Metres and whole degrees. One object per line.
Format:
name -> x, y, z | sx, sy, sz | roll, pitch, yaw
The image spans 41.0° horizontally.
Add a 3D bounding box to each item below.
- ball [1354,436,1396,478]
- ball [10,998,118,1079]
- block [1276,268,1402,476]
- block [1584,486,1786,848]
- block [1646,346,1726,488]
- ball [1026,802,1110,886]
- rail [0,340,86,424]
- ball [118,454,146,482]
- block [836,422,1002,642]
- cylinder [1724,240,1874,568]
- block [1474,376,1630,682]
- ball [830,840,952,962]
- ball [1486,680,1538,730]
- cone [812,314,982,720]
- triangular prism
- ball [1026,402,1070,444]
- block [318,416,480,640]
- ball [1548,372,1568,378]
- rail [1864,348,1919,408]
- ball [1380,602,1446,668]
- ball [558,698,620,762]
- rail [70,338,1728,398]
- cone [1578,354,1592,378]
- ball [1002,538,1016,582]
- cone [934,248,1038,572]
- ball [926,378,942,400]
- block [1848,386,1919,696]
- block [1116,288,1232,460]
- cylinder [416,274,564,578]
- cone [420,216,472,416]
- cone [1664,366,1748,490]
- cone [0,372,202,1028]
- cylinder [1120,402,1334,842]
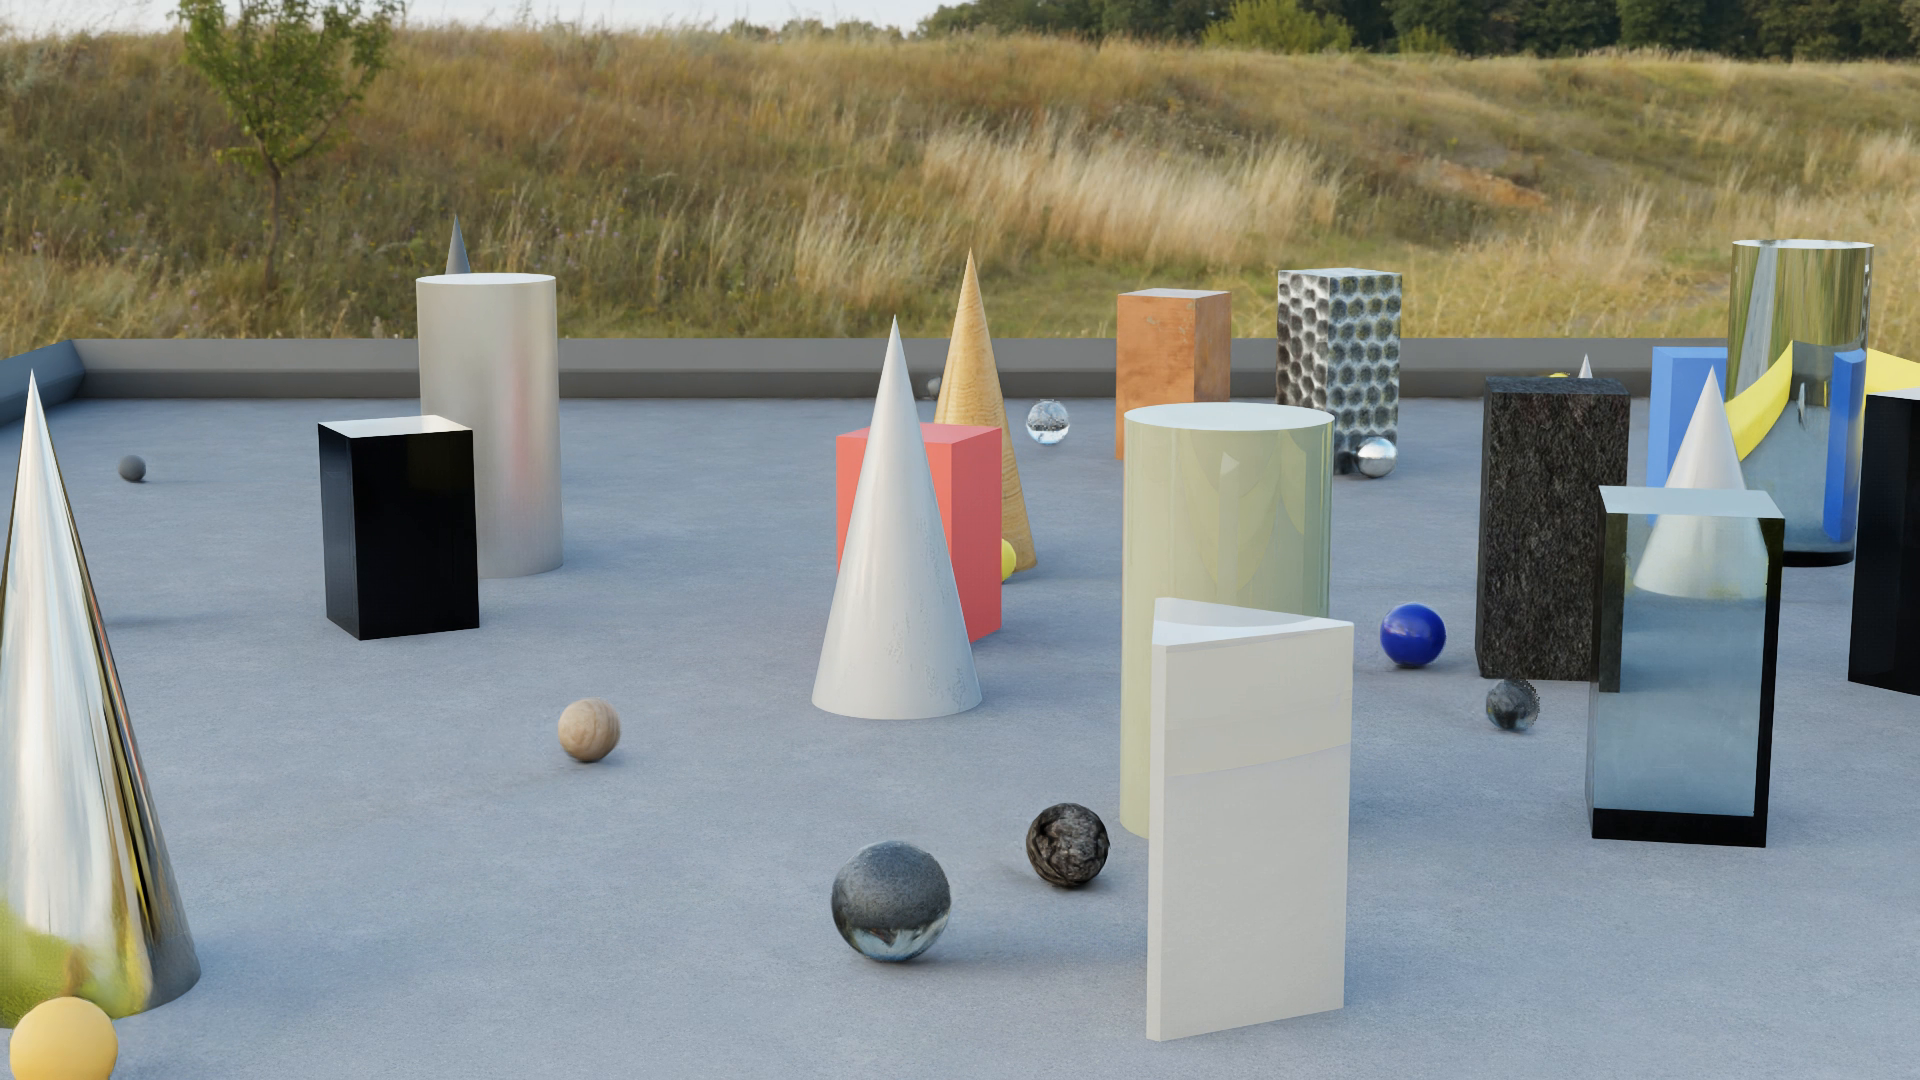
ball -> 0.742, -0.148, 4.584 | 0.074, 0.074, 0.074 | 0, 10, 0
ball -> -0.638, 0.363, 1.826 | 0.074, 0.074, 0.074 | 0, 10, 0
block -> 0.689, -0.310, 4.683 | 0.159, 0.357, 0.159 | -5, 12, -27
block -> 0.697, 0.118, 2.482 | 0.159, 0.316, 0.159 | 2, 11, 11
block -> 1.193, -0.159, 4.084 | 0.159, 0.279, 0.159 | 1, 11, 4
ball -> 0.097, 0.274, 2.305 | 0.075, 0.075, 0.075 | 0, 10, 0
rail -> -1.933, 0.035, 3.438 | 0.045, 0.129, 4.575 | 0, 10, 0
ball -> -1.466, -0.127, 4.545 | 0.048, 0.048, 0.048 | 0, 10, 0
block -> -0.051, -0.008, 3.304 | 0.159, 0.265, 0.159 | 5, 11, 24
cylinder -> 1.243, -0.207, 3.826 | 0.199, 0.467, 0.199 | 0, 10, 0
block -> 0.719, -0.016, 3.126 | 0.159, 0.346, 0.159 | 2, 11, 8
ball -> -0.057, 0.297, 2.111 | 0.100, 0.100, 0.100 | 0, 10, 0
ball -> 0.611, 0.183, 2.844 | 0.057, 0.057, 0.057 | 0, 10, 0
cone -> -0.074, -0.036, 2.952 | 0.199, 0.449, 0.199 | 0, 10, 0
triangular prism -> 0.192, 0.209, 2.017 | 0.172, 0.307, 0.149 | -5, 12, -25
ball -> 0.171, -0.228, 4.992 | 0.084, 0.084, 0.084 | 0, 10, 0
block -> -0.738, -0.020, 3.373 | 0.159, 0.263, 0.159 | -6, 12, -28
ball -> 1.319, -0.338, 5.652 | 0.060, 0.060, 0.060 | 0, 10, 0
rail -> 1.933, 0.031, 3.460 | 0.045, 0.129, 4.575 | 0, 10, 0
ball -> 0.554, 0.116, 3.143 | 0.080, 0.080, 0.080 | 0, 10, 0
ball -> -0.393, 0.201, 2.719 | 0.067, 0.067, 0.067 | 0, 10, 0
rail -> -0.013, -0.378, 5.675 | 3.913, 0.129, 0.045 | 0, 10, 0
cone -> 0.833, -0.077, 3.442 | 0.199, 0.351, 0.199 | 0, 10, 0
ball -> 0.046, 0.028, 3.652 | 0.067, 0.067, 0.067 | 0, 10, 0
cone -> 0.015, -0.196, 3.765 | 0.199, 0.468, 0.199 | 0, 10, 0
ball -> -0.048, -0.333, 5.654 | 0.050, 0.050, 0.050 | 0, 10, 0
block -> 1.176, 0.001, 3.030 | 0.159, 0.346, 0.159 | -8, 13, -37
block -> 0.400, -0.308, 4.809 | 0.159, 0.309, 0.159 | 6, 12, 30
cylinder -> -0.686, -0.171, 3.752 | 0.199, 0.422, 0.199 | 0, 10, 0
cone -> -0.873, -0.334, 4.485 | 0.199, 0.477, 0.199 | 0, 10, 0
cone -> 1.068, -0.097, 3.668 | 0.199, 0.308, 0.199 | 0, 10, 0
cone -> -0.713, 0.113, 2.017 | 0.199, 0.496, 0.199 | 0, 10, 0
cylinder -> 0.255, 0.078, 2.473 | 0.199, 0.398, 0.199 | 0, 10, 0
